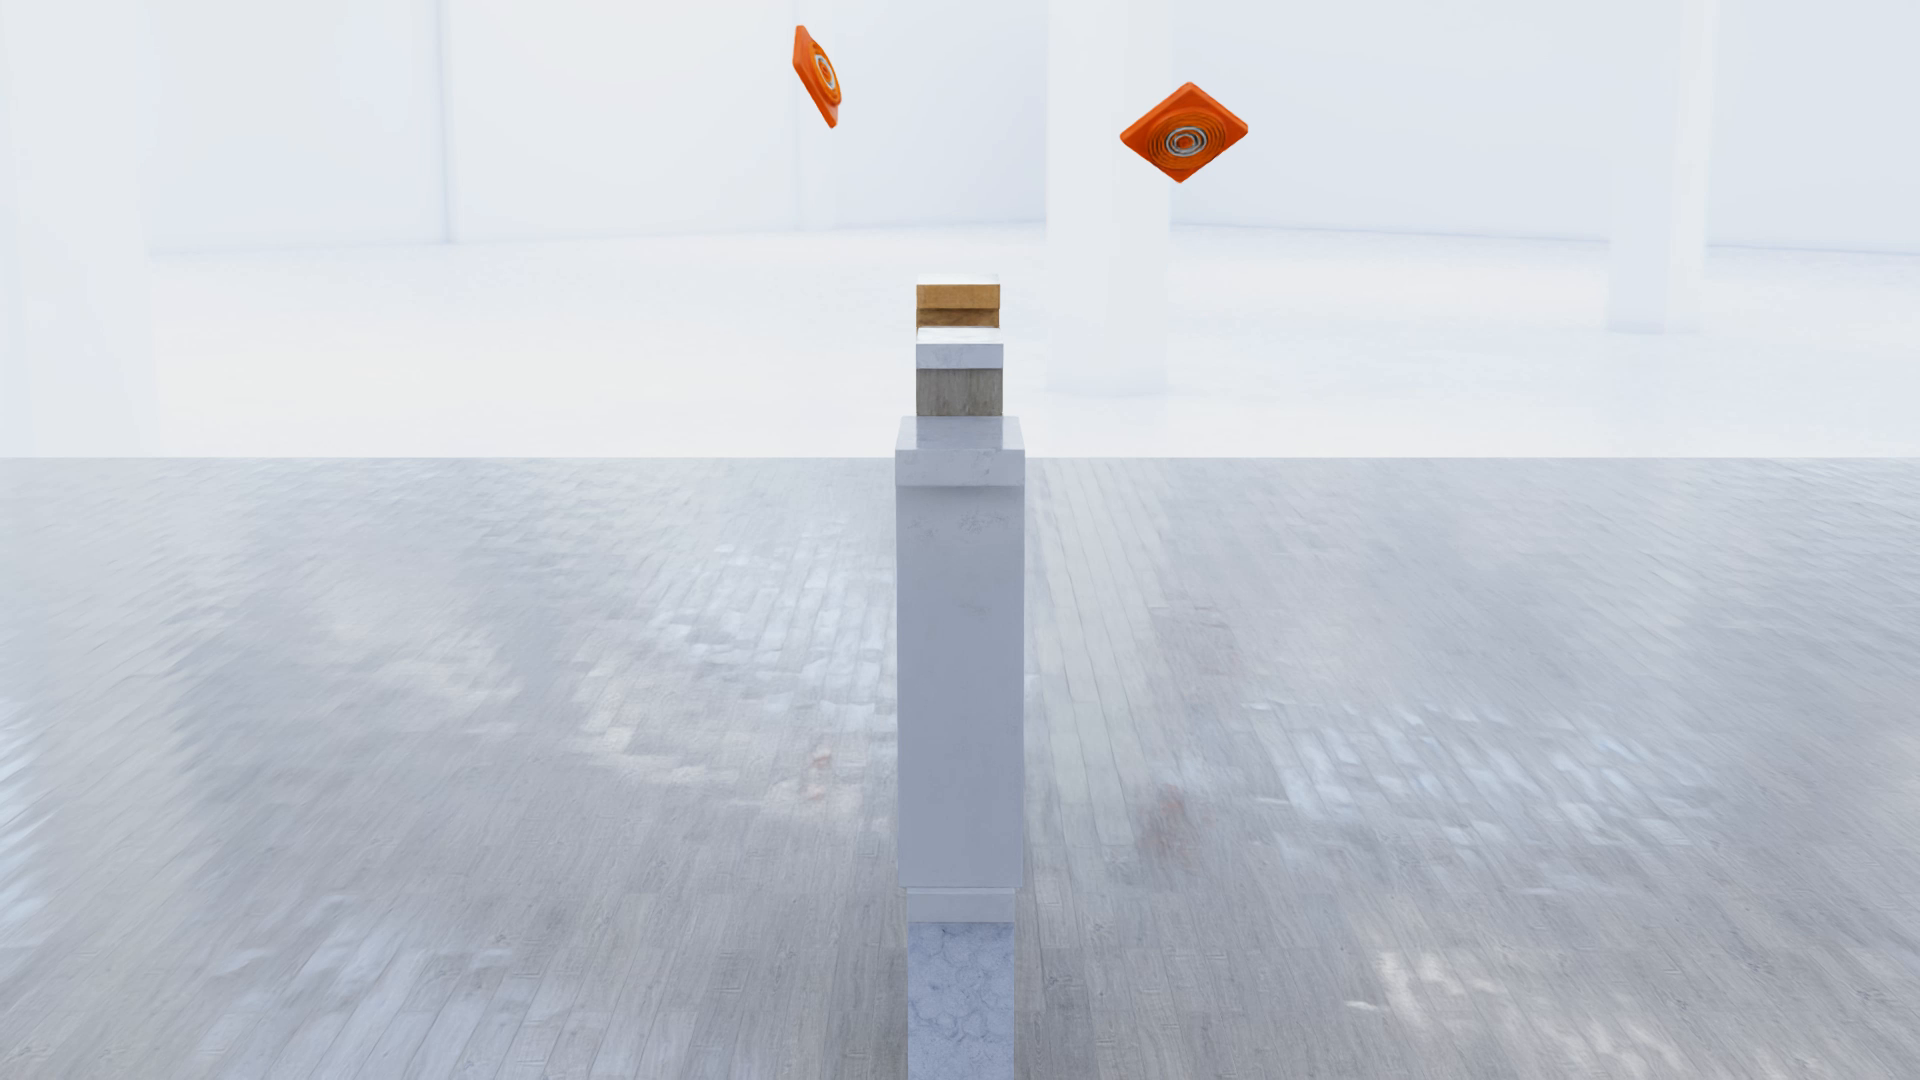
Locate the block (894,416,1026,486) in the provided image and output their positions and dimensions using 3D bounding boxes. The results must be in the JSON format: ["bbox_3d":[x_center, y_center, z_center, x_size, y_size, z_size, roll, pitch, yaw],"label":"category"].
[{"bbox_3d":[0.000,-0.116,2.809,0.158,0.045,0.315,0,11,0],"label":"block"}]

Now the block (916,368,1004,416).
[{"bbox_3d":[-0.001,0.054,3.043,0.118,0.593,0.033,0,11,0],"label":"block"}]

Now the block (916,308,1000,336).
[{"bbox_3d":[-0.003,-0.252,3.664,0.137,0.275,0.039,0,10,0],"label":"block"}]

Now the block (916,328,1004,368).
[{"bbox_3d":[-0.001,-0.268,3.063,0.118,0.033,0.236,0,11,0],"label":"block"}]

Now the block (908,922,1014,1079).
[{"bbox_3d":[0.001,0.606,2.836,0.136,0.272,0.039,0,11,0],"label":"block"}]

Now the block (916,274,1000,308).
[{"bbox_3d":[-0.002,-0.423,3.726,0.137,0.039,0.274,0,10,0],"label":"block"}]

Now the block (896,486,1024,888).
[{"bbox_3d":[0.001,0.180,2.755,0.158,0.518,0.045,0,10,0],"label":"block"}]

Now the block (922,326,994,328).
[{"bbox_3d":[-0.003,-0.296,3.296,0.111,0.031,0.221,0,11,0],"label":"block"}]

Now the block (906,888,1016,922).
[{"bbox_3d":[0.001,0.437,2.897,0.136,0.039,0.272,0,11,0],"label":"block"}]
